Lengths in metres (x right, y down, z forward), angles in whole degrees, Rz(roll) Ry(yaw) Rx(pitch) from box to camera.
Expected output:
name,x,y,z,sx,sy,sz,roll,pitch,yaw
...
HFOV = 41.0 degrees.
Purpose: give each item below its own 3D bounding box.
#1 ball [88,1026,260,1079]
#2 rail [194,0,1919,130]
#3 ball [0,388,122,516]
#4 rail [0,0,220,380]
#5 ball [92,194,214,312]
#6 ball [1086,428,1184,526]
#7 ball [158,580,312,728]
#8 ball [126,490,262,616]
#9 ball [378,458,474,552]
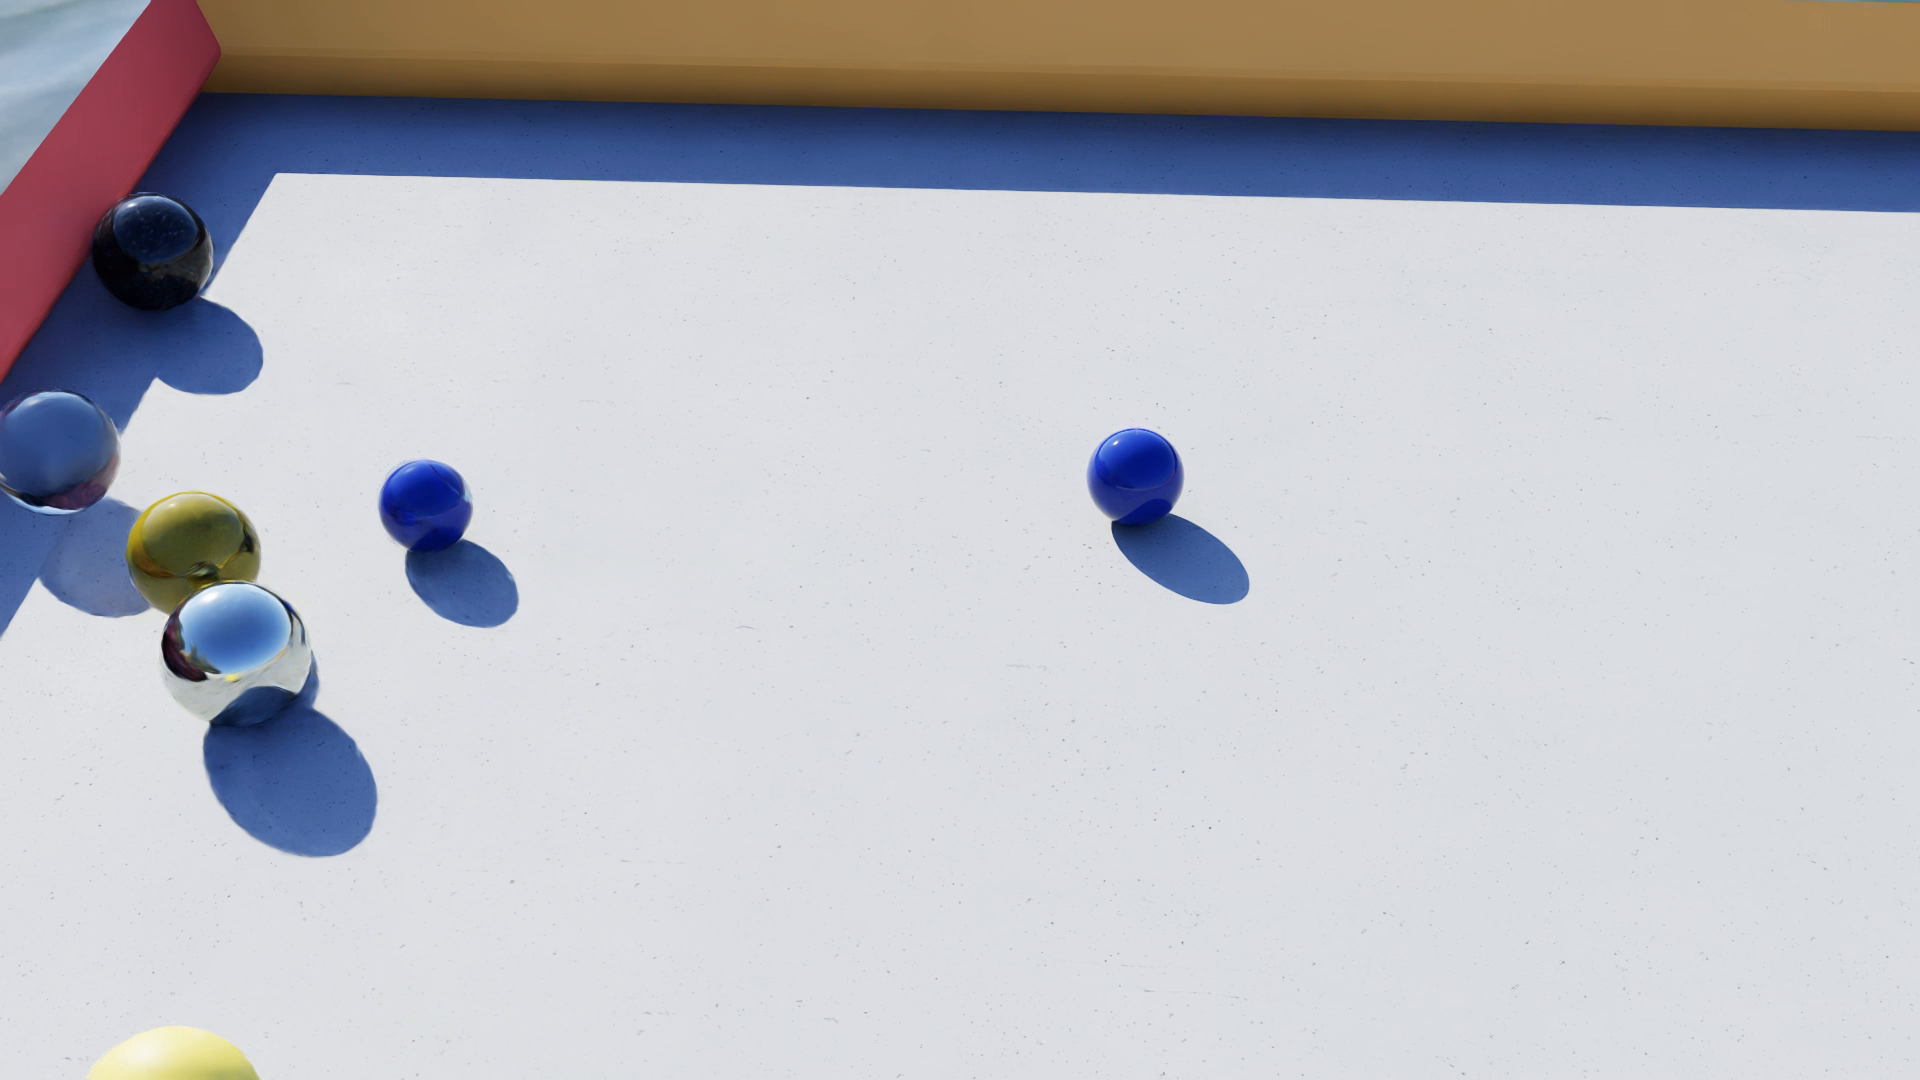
name,x,y,z,sx,sy,sz,roll,pitch,yaw
ball,-0.417,0.307,1.357,0.098,0.098,0.098,0,35,0
rail,0.824,-0.431,2.381,3.142,0.127,0.045,2,35,2
ball,-0.667,-0.064,1.890,0.094,0.094,0.094,0,35,0
rail,-0.761,-0.040,1.824,0.045,0.127,1.572,2,35,2
ball,-0.672,-0.239,2.135,0.097,0.097,0.097,0,35,0
ball,0.129,-0.046,1.883,0.073,0.073,0.073,0,35,0
ball,-0.477,0.075,1.689,0.097,0.097,0.097,0,35,0
ball,-0.533,0.011,1.785,0.091,0.091,0.091,0,35,0
ball,-0.386,-0.025,1.856,0.068,0.068,0.068,0,35,0
